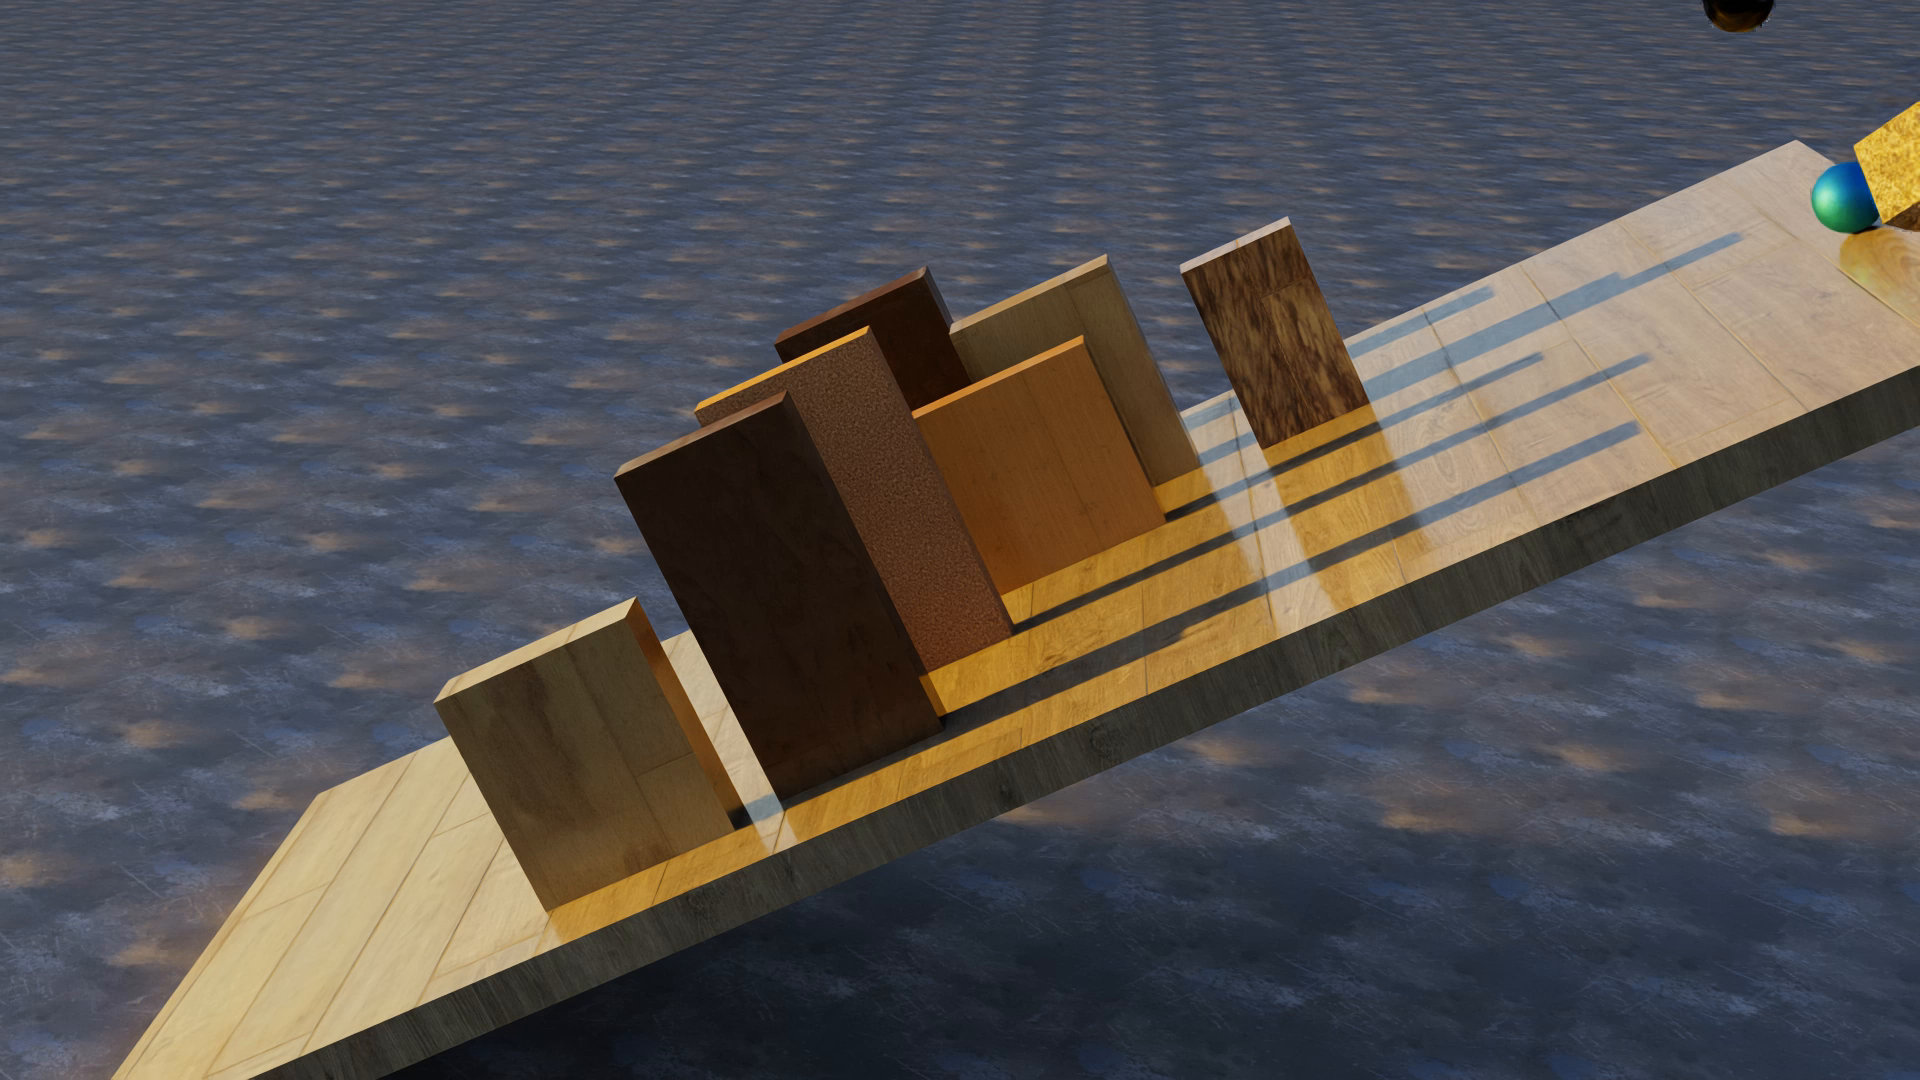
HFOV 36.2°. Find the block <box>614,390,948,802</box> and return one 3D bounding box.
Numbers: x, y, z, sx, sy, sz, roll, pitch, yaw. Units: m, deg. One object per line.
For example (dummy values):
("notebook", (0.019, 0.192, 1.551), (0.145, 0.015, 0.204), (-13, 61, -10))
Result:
("block", (-0.337, 0.110, 5.609), (0.353, 0.708, 0.103), (-24, 13, 9))

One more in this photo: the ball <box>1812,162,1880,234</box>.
("ball", (1.799, -0.693, 5.955), (0.144, 0.144, 0.144), (0, 16, 0))

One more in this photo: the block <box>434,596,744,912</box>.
("block", (-0.711, 0.414, 5.668), (0.411, 0.468, 0.140), (-24, 13, 9))

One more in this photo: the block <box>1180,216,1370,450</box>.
("block", (0.692, -0.454, 6.466), (0.258, 0.435, 0.106), (-24, 13, 9))

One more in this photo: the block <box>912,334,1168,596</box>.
("block", (0.161, -0.152, 6.303), (0.424, 0.432, 0.087), (-24, 13, 9))

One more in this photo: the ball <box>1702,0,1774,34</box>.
("ball", (1.466, -1.021, 5.539), (0.130, 0.130, 0.130), (0, 16, 0))

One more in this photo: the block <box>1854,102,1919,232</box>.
("block", (1.836, -0.703, 5.554), (0.174, 0.174, 0.174), (6, -30, -37))

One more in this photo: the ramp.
("ramp", (0.135, 0.169, 6.282), (4.000, 0.100, 2.000), (-24, 13, 9))

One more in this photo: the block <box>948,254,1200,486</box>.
("block", (0.260, -0.326, 6.622), (0.385, 0.508, 0.122), (-24, 13, 9))

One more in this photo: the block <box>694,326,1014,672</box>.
("block", (-0.211, -0.042, 5.996), (0.385, 0.693, 0.082), (-24, 13, 9))

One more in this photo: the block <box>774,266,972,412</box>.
("block", (-0.132, -0.297, 7.052), (0.392, 0.597, 0.141), (-24, 13, 9))
